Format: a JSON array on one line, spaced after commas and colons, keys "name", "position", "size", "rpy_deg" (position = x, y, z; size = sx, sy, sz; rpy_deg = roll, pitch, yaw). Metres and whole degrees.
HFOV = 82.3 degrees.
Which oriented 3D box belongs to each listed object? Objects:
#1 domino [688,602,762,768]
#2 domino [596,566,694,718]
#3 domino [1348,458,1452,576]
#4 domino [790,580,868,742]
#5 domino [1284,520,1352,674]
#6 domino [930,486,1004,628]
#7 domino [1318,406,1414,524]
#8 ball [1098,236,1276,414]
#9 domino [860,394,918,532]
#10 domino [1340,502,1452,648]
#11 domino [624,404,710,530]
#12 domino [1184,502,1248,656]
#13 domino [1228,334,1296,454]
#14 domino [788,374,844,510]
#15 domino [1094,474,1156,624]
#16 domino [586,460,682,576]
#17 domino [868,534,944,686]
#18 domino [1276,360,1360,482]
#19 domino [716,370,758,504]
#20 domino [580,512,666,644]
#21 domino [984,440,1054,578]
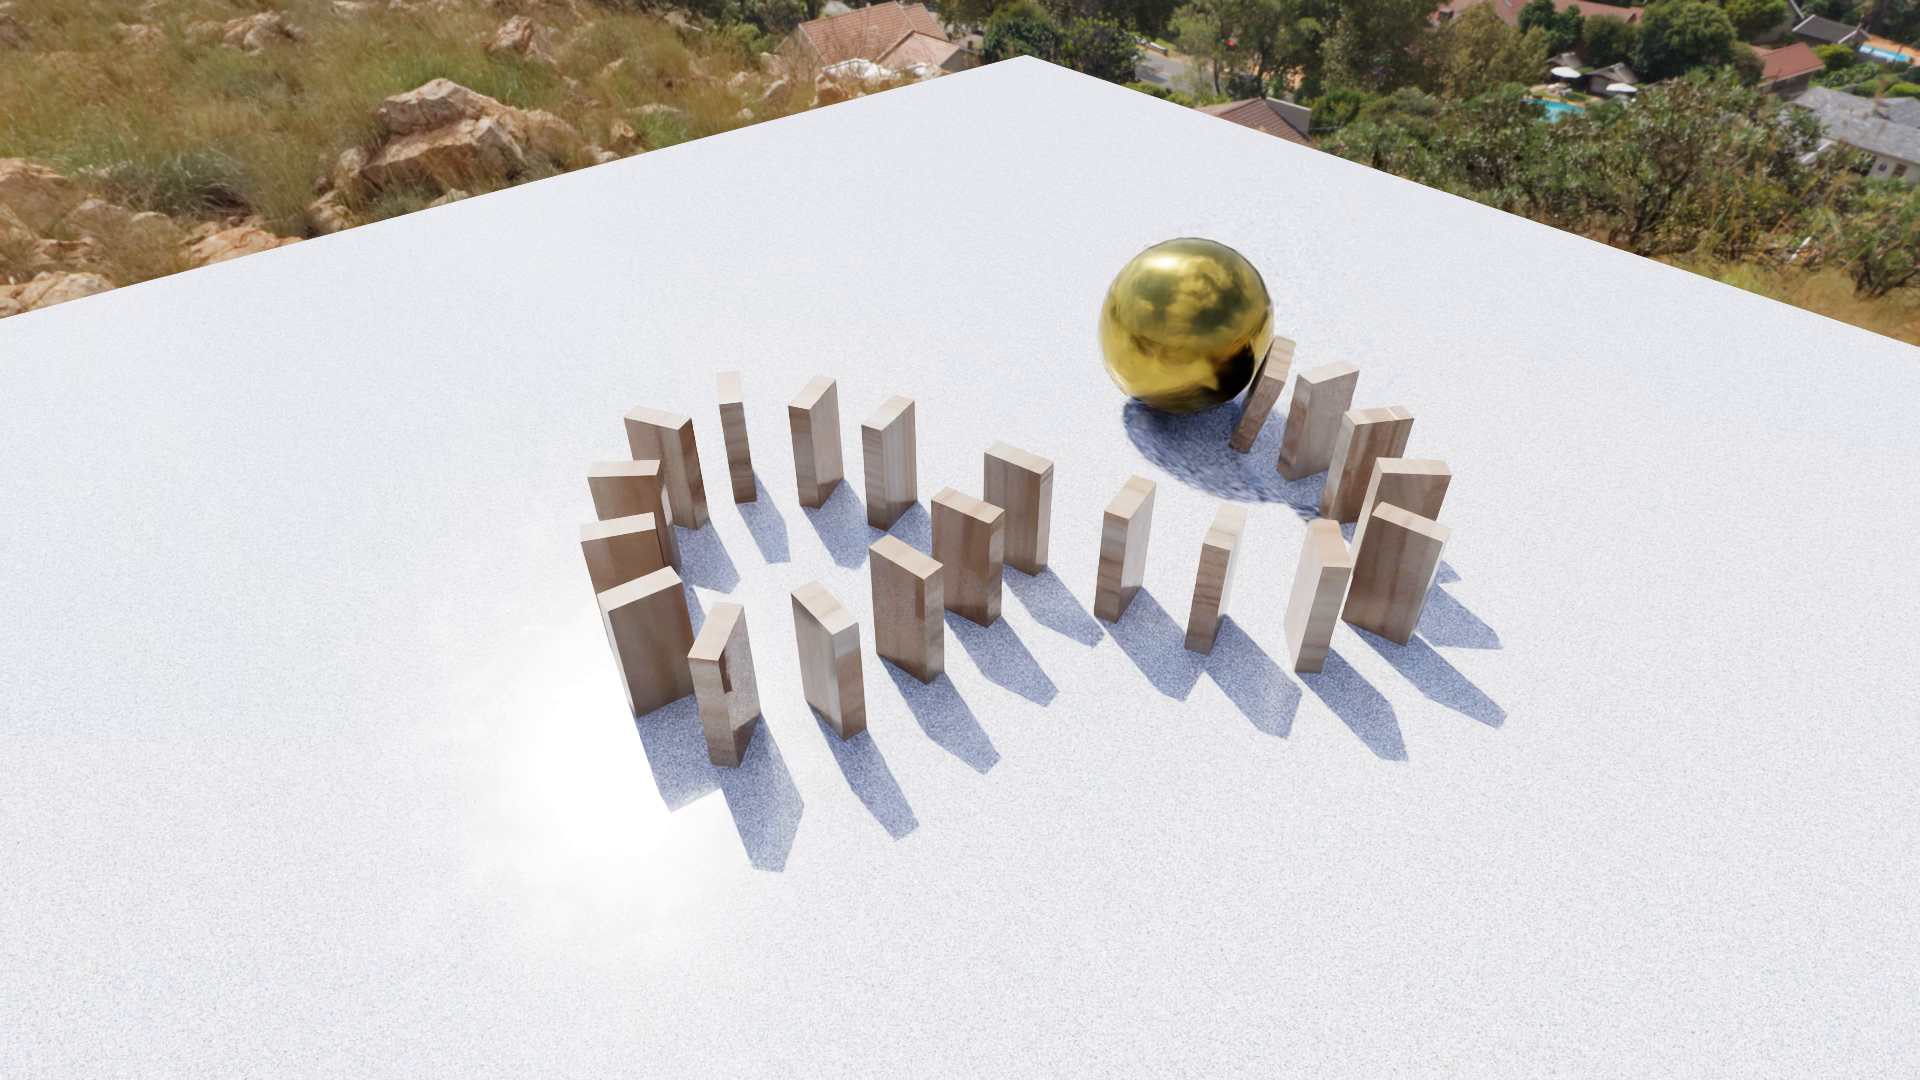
[{"name": "domino", "position": [-0.075, 0.047, 0.354], "size": [0.010, 0.050, 0.025], "rpy_deg": [6, 40, 7]}, {"name": "domino", "position": [-0.103, 0.035, 0.369], "size": [0.025, 0.050, 0.009], "rpy_deg": [-23, 45, -26]}, {"name": "domino", "position": [0.167, -0.008, 0.421], "size": [0.025, 0.050, 0.009], "rpy_deg": [3, 39, 3]}, {"name": "domino", "position": [-0.043, 0.040, 0.362], "size": [0.009, 0.050, 0.025], "rpy_deg": [-26, 46, -29]}, {"name": "domino", "position": [0.125, 0.020, 0.387], "size": [0.010, 0.050, 0.025], "rpy_deg": [3, 39, 3]}, {"name": "domino", "position": [0.003, 0.007, 0.403], "size": [0.025, 0.050, 0.009], "rpy_deg": [23, 45, 26]}, {"name": "domino", "position": [0.165, -0.030, 0.448], "size": [0.025, 0.050, 0.010], "rpy_deg": [-7, 40, -9]}, {"name": "ball", "position": [0.104, -0.099, 0.508], "size": [0.080, 0.080, 0.080], "rpy_deg": [0, 39, 0]}, {"name": "domino", "position": [-0.028, -0.031, 0.450], "size": [0.010, 0.050, 0.025], "rpy_deg": [19, 43, 22]}, {"name": "domino", "position": [0.156, 0.013, 0.396], "size": [0.025, 0.050, 0.009], "rpy_deg": [26, 46, 28]}, {"name": "domino", "position": [-0.119, -0.029, 0.447], "size": [0.025, 0.050, 0.009], "rpy_deg": [14, 41, 16]}, {"name": "domino", "position": [0.091, 0.014, 0.394], "size": [0.009, 0.050, 0.025], "rpy_deg": [16, 42, 19]}, {"name": "domino", "position": [0.133, -0.063, 0.484], "size": [0.009, 0.050, 0.025], "rpy_deg": [20, 58, 6]}, {"name": "domino", "position": [-0.060, -0.041, 0.461], "size": [0.009, 0.050, 0.025], "rpy_deg": [13, 41, 15]}, {"name": "domino", "position": [0.061, 0.004, 0.407], "size": [0.009, 0.050, 0.025], "rpy_deg": [20, 43, 23]}, {"name": "domino", "position": [-0.124, -0.007, 0.420], "size": [0.025, 0.050, 0.009], "rpy_deg": [-2, 39, -2]}, {"name": "domino", "position": [-0.018, 0.025, 0.381], "size": [0.025, 0.050, 0.009], "rpy_deg": [29, 47, 30]}, {"name": "domino", "position": [0.154, -0.051, 0.473], "size": [0.025, 0.050, 0.009], "rpy_deg": [-17, 42, -20]}, {"name": "domino", "position": [-0.094, -0.043, 0.464], "size": [0.009, 0.050, 0.025], "rpy_deg": [-8, 40, -9]}, {"name": "domino", "position": [-0.118, 0.015, 0.393], "size": [0.025, 0.050, 0.009], "rpy_deg": [-11, 41, -13]}, {"name": "domino", "position": [0.022, -0.012, 0.426], "size": [0.025, 0.050, 0.010], "rpy_deg": [24, 45, 26]}]
